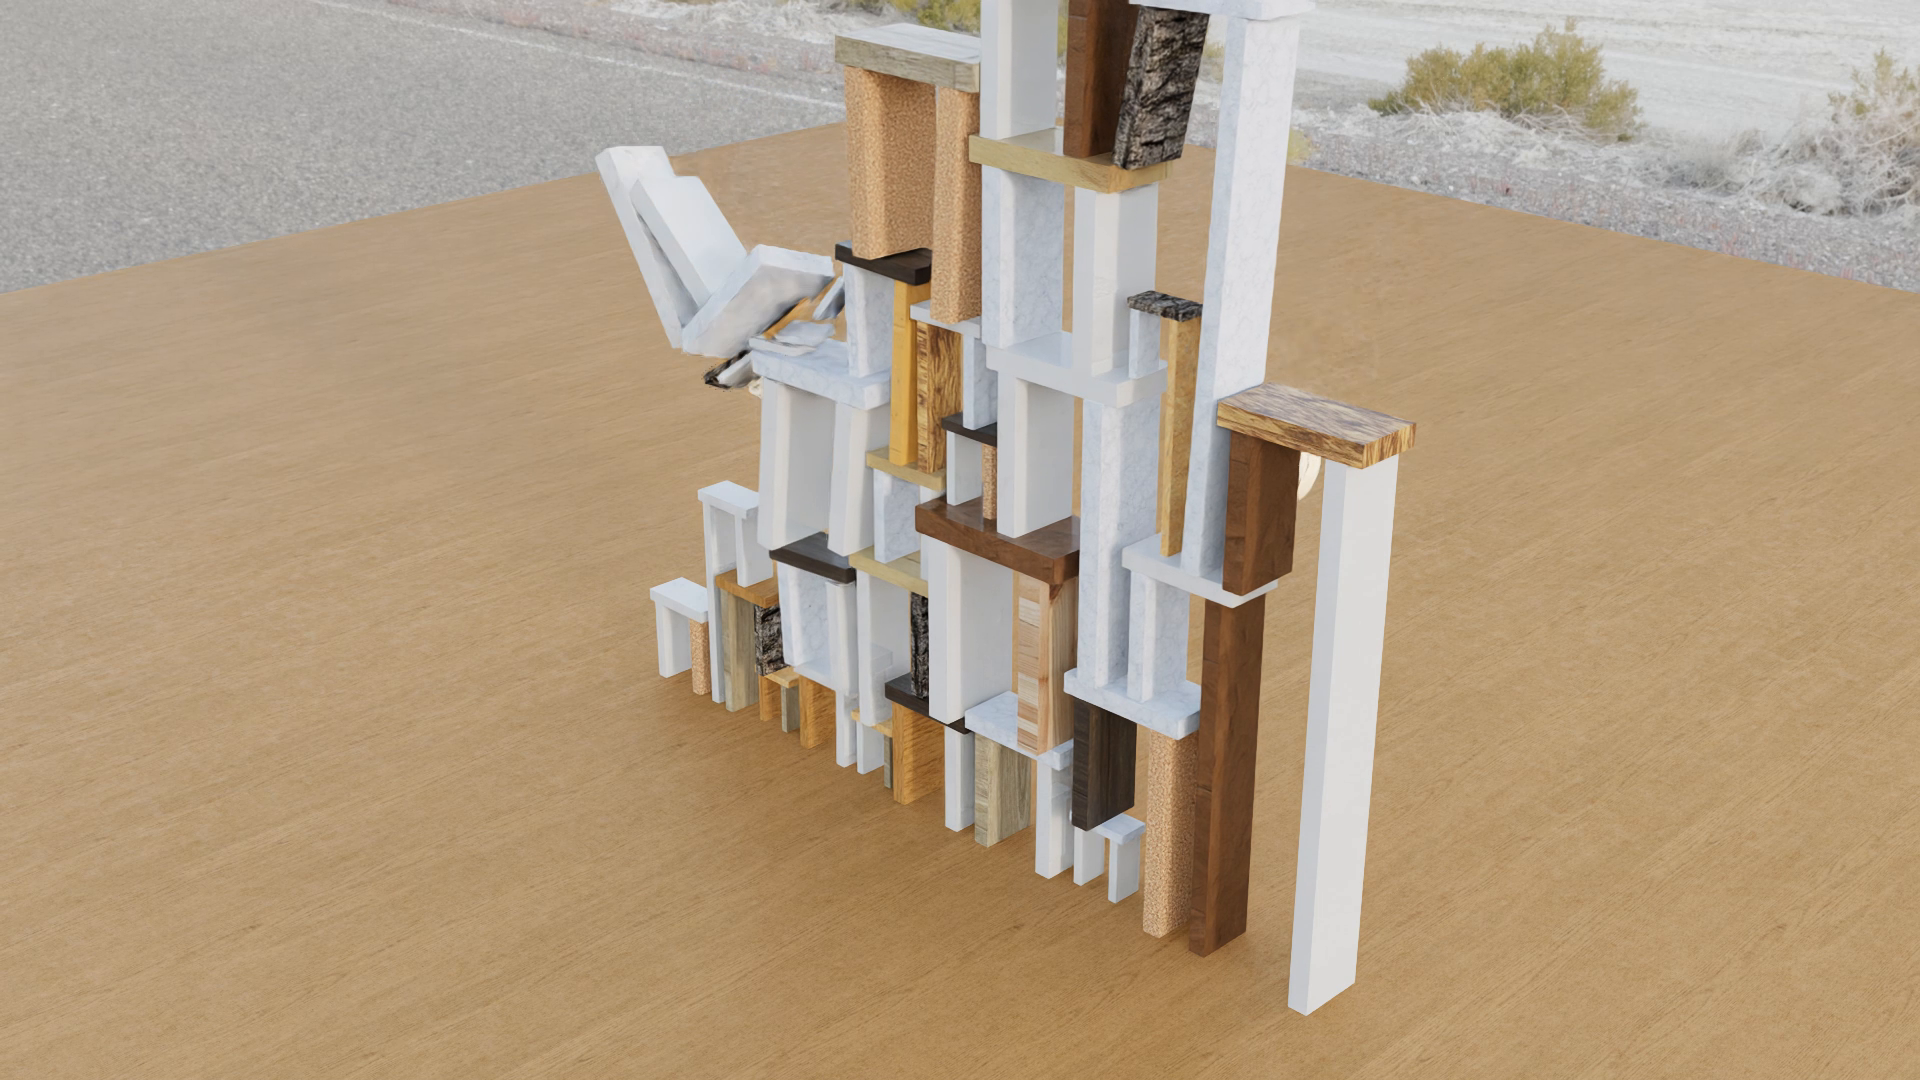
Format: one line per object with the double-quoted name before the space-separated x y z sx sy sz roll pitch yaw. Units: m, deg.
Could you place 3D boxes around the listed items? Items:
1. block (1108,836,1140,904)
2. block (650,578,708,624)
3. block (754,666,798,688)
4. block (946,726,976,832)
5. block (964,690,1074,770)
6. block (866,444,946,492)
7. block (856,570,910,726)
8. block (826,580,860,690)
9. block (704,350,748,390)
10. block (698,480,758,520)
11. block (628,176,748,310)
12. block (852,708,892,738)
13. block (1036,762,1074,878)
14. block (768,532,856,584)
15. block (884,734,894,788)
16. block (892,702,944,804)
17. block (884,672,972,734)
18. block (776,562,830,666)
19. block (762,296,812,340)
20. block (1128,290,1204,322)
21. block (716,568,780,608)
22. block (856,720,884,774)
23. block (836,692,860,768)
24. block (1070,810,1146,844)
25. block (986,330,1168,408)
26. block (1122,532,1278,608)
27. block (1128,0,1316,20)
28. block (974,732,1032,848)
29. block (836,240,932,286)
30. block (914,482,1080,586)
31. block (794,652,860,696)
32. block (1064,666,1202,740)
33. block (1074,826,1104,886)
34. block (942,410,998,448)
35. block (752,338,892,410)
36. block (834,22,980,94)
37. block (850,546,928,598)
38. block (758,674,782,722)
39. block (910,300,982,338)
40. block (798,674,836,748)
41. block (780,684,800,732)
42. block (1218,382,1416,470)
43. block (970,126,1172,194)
"block" 0.310 0.613 4.148 0.066 0.132 0.019 -21 31 -40
"block" -0.603 0.135 4.940 0.184 0.026 0.092 21 31 41
"block" -0.388 0.288 4.775 0.112 0.016 0.056 21 31 41
"block" 0.022 0.458 4.391 0.032 0.227 0.113 21 31 41
"block" 0.141 0.364 4.226 0.247 0.035 0.123 21 31 40
"block" -0.078 -0.144 4.246 0.193 0.027 0.097 21 31 40
"block" -0.155 0.204 4.478 0.032 0.344 0.113 21 31 40
"block" -0.215 0.182 4.526 0.033 0.232 0.116 18 29 42
"block" -0.464 -0.350 4.532 0.123 0.017 0.062 -28 -28 36
"block" -0.479 -0.086 4.709 0.161 0.023 0.081 21 31 41
"block" -0.537 -0.613 4.556 0.165 0.047 0.329 -12 62 -47
"block" -0.161 0.371 4.549 0.062 0.017 0.123 -21 31 -40
"block" 0.202 0.516 4.229 0.035 0.247 0.123 21 31 41
"block" -0.273 0.032 4.533 0.232 0.033 0.116 17 28 41
"block" -0.129 0.446 4.551 0.017 0.123 0.062 21 31 41
"block" -0.085 0.416 4.489 0.032 0.227 0.113 21 31 41
"block" -0.031 0.318 4.389 0.227 0.032 0.113 21 31 41
"block" -0.324 0.138 4.632 0.033 0.232 0.116 17 29 41
"block" -0.341 -0.437 4.335 0.113 0.016 0.057 -30 15 50
"block" 0.345 -0.392 3.680 0.060 0.017 0.121 -21 31 -40
"block" -0.442 0.100 4.742 0.166 0.024 0.083 21 31 41
"block" -0.187 0.424 4.605 0.017 0.123 0.062 21 31 41
"block" -0.220 0.385 4.632 0.086 0.173 0.024 -21 32 -41
"block" 0.278 0.531 4.147 0.132 0.019 0.066 21 31 41
"block" 0.211 -0.306 3.866 0.155 0.044 0.310 -21 31 -40
"block" 0.414 0.048 3.802 0.123 0.035 0.246 -21 31 -40
"block" 0.406 -0.850 3.426 0.265 0.037 0.132 20 30 41
"block" 0.085 0.471 4.336 0.035 0.247 0.123 21 31 41
"block" -0.120 -0.528 4.127 0.110 0.031 0.220 -21 33 -40
"block" 0.105 -0.016 4.095 0.179 0.051 0.358 -21 31 -40
"block" -0.261 0.278 4.630 0.086 0.024 0.173 -21 31 -41
"block" 0.333 0.278 3.980 0.269 0.038 0.135 21 31 40
"block" 0.248 0.588 4.205 0.019 0.132 0.066 21 31 40
"block" 0.043 -0.208 4.083 0.146 0.021 0.073 21 31 41
"block" -0.241 -0.335 4.331 0.323 0.046 0.162 21 31 39
"block" -0.041 -0.860 3.910 0.349 0.049 0.175 22 32 40
"block" -0.101 0.052 4.356 0.226 0.032 0.113 21 31 40
"block" -0.414 0.337 4.824 0.016 0.112 0.056 21 31 41
"block" 0.003 -0.411 4.044 0.179 0.025 0.090 21 31 40
"block" -0.303 0.352 4.709 0.086 0.173 0.024 -21 31 -41
"block" -0.361 0.357 4.776 0.016 0.112 0.056 21 31 41
"block" 0.570 -0.186 3.528 0.284 0.040 0.142 21 31 40
"block" 0.186 -0.654 3.746 0.161 0.046 0.322 -21 31 -40
